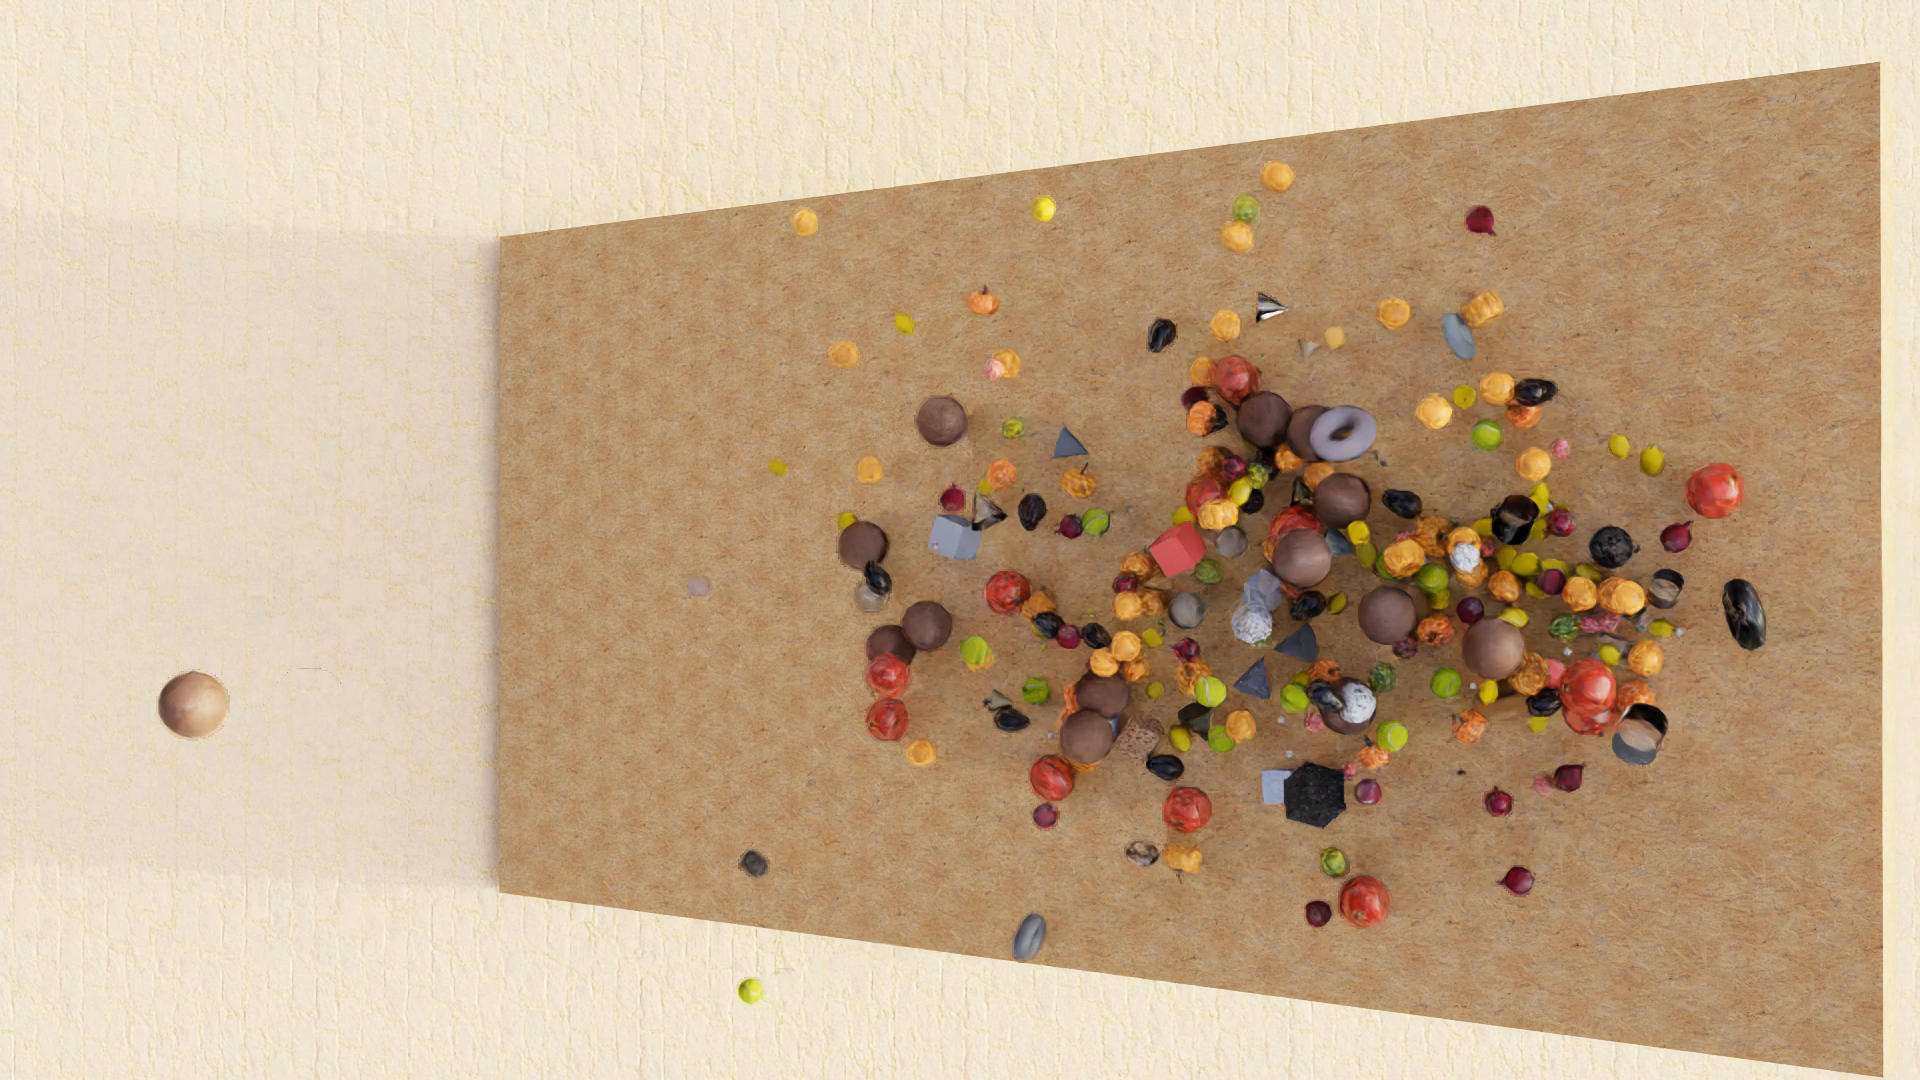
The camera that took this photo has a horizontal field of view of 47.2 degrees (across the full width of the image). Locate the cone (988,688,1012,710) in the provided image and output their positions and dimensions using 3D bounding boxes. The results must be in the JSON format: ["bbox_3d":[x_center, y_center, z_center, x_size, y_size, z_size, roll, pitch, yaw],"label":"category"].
[{"bbox_3d":[0.109,0.411,5.566,0.060,0.060,0.060,19,90,21],"label":"cone"}]

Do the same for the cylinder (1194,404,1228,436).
[{"bbox_3d":[0.591,-0.282,5.196,0.057,0.057,0.057,-23,90,34],"label":"cylinder"}]

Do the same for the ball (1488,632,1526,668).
[{"bbox_3d":[1.180,0.237,4.744,0.081,0.081,0.081,0,90,0],"label":"ball"}]

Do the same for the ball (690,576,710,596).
[{"bbox_3d":[-0.730,0.127,6.171,0.056,0.056,0.056,0,90,0],"label":"ball"}]

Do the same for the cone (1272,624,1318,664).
[{"bbox_3d":[0.757,0.244,5.043,0.093,0.093,0.093,-11,90,31],"label":"cone"}]

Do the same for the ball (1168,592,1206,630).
[{"bbox_3d":[0.538,0.167,5.213,0.090,0.090,0.090,0,90,0],"label":"ball"}]

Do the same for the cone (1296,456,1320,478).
[{"bbox_3d":[0.808,-0.159,5.057,0.053,0.053,0.053,39,90,6],"label":"cone"}]

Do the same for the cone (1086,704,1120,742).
[{"bbox_3d":[0.367,0.437,5.368,0.089,0.089,0.089,25,75,0],"label":"cone"}]

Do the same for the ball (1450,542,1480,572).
[{"bbox_3d":[1.077,0.037,4.688,0.063,0.063,0.063,0,90,0],"label":"ball"}]

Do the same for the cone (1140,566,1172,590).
[{"bbox_3d":[0.459,0.101,5.248,0.069,0.069,0.069,-20,90,-4],"label":"cone"}]

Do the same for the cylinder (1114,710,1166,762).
[{"bbox_3d":[0.432,0.472,5.289,0.089,0.089,0.089,33,111,0],"label":"cylinder"}]

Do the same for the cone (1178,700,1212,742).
[{"bbox_3d":[0.559,0.431,5.092,0.086,0.086,0.086,-23,108,0],"label":"cone"}]

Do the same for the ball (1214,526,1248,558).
[{"bbox_3d":[0.634,0.004,5.151,0.078,0.078,0.078,0,90,0],"label":"ball"}]

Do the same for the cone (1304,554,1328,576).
[{"bbox_3d":[0.812,0.045,5.034,0.053,0.053,0.053,2,128,3],"label":"cone"}]

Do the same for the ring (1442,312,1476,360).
[{"bbox_3d":[1.084,-0.443,4.779,0.038,0.114,0.114,-26,90,27],"label":"ring"}]

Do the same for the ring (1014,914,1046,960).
[{"bbox_3d":[0.173,0.985,5.457,0.041,0.122,0.122,21,90,25],"label":"ring"}]

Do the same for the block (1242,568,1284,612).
[{"bbox_3d":[0.702,0.122,5.091,0.066,0.066,0.066,-33,52,-32],"label":"block"}]

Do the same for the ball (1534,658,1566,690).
[{"bbox_3d":[1.258,0.286,4.693,0.067,0.067,0.067,0,90,0],"label":"ball"}]

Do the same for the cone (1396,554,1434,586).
[{"bbox_3d":[0.998,0.079,4.890,0.078,0.078,0.078,15,63,-31],"label":"cone"}]

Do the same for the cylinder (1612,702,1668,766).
[{"bbox_3d":[1.399,0.400,4.524,0.092,0.092,0.092,40,47,0],"label":"cylinder"}]

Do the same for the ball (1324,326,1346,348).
[{"bbox_3d":[0.853,-0.461,5.008,0.051,0.051,0.051,0,90,0],"label":"ball"}]

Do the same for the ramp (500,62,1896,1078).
[{"bbox_3d":[0.235,0.066,5.555,4.000,0.100,2.000,0,89,36],"label":"ramp"}]

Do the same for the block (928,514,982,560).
[{"bbox_3d":[-0.011,-0.007,5.620,0.090,0.090,0.090,24,103,34],"label":"block"}]

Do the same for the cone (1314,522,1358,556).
[{"bbox_3d":[0.866,0.015,5.003,0.088,0.088,0.088,26,90,6],"label":"cone"}]

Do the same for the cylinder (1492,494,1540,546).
[{"bbox_3d":[1.181,-0.043,4.673,0.077,0.077,0.077,6,45,-6],"label":"cylinder"}]

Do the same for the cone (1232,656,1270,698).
[{"bbox_3d":[0.692,0.309,5.123,0.092,0.092,0.092,19,76,0],"label":"cone"}]

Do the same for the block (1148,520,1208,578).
[{"bbox_3d":[0.517,0.022,5.210,0.085,0.085,0.085,-27,100,38],"label":"block"}]

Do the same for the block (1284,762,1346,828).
[{"bbox_3d":[0.799,0.575,4.956,0.097,0.097,0.097,17,52,-17],"label":"block"}]

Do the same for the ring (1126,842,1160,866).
[{"bbox_3d":[0.439,0.754,5.289,0.080,0.080,0.027,6,119,0],"label":"ring"}]

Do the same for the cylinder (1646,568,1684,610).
[{"bbox_3d":[1.455,0.102,4.538,0.060,0.060,0.060,5,133,0],"label":"cylinder"}]

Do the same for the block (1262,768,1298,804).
[{"bbox_3d":[0.747,0.567,5.064,0.075,0.075,0.075,-6,86,36],"label":"block"}]

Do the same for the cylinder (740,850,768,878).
[{"bbox_3d":[-0.557,0.880,5.970,0.054,0.054,0.054,30,90,33],"label":"cylinder"}]

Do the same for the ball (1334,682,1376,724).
[{"bbox_3d":[0.859,0.354,4.776,0.088,0.088,0.088,0,90,0],"label":"ball"}]

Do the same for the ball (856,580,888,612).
[{"bbox_3d":[-0.233,0.146,5.786,0.084,0.084,0.084,0,90,0],"label":"ball"}]

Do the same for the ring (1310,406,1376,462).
[{"bbox_3d":[0.846,-0.235,4.856,0.150,0.050,0.150,-14,47,15],"label":"ring"}]

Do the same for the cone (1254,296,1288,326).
[{"bbox_3d":[0.729,-0.540,5.113,0.071,0.071,0.071,-10,90,29],"label":"cone"}]

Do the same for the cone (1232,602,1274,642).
[{"bbox_3d":[0.658,0.173,4.976,0.096,0.096,0.096,-3,70,10],"label":"cone"}]

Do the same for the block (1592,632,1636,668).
[{"bbox_3d":[1.372,0.232,4.617,0.057,0.057,0.057,26,105,34],"label":"block"}]

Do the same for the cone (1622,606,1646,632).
[{"bbox_3d":[1.414,0.171,4.596,0.050,0.050,0.050,-20,110,0],"label":"cone"}]

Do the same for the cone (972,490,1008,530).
[{"bbox_3d":[0.057,-0.088,5.564,0.096,0.096,0.096,-23,75,0],"label":"cone"}]

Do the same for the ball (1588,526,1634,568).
[{"bbox_3d":[1.363,0.015,4.605,0.090,0.090,0.090,0,90,0],"label":"ball"}]
